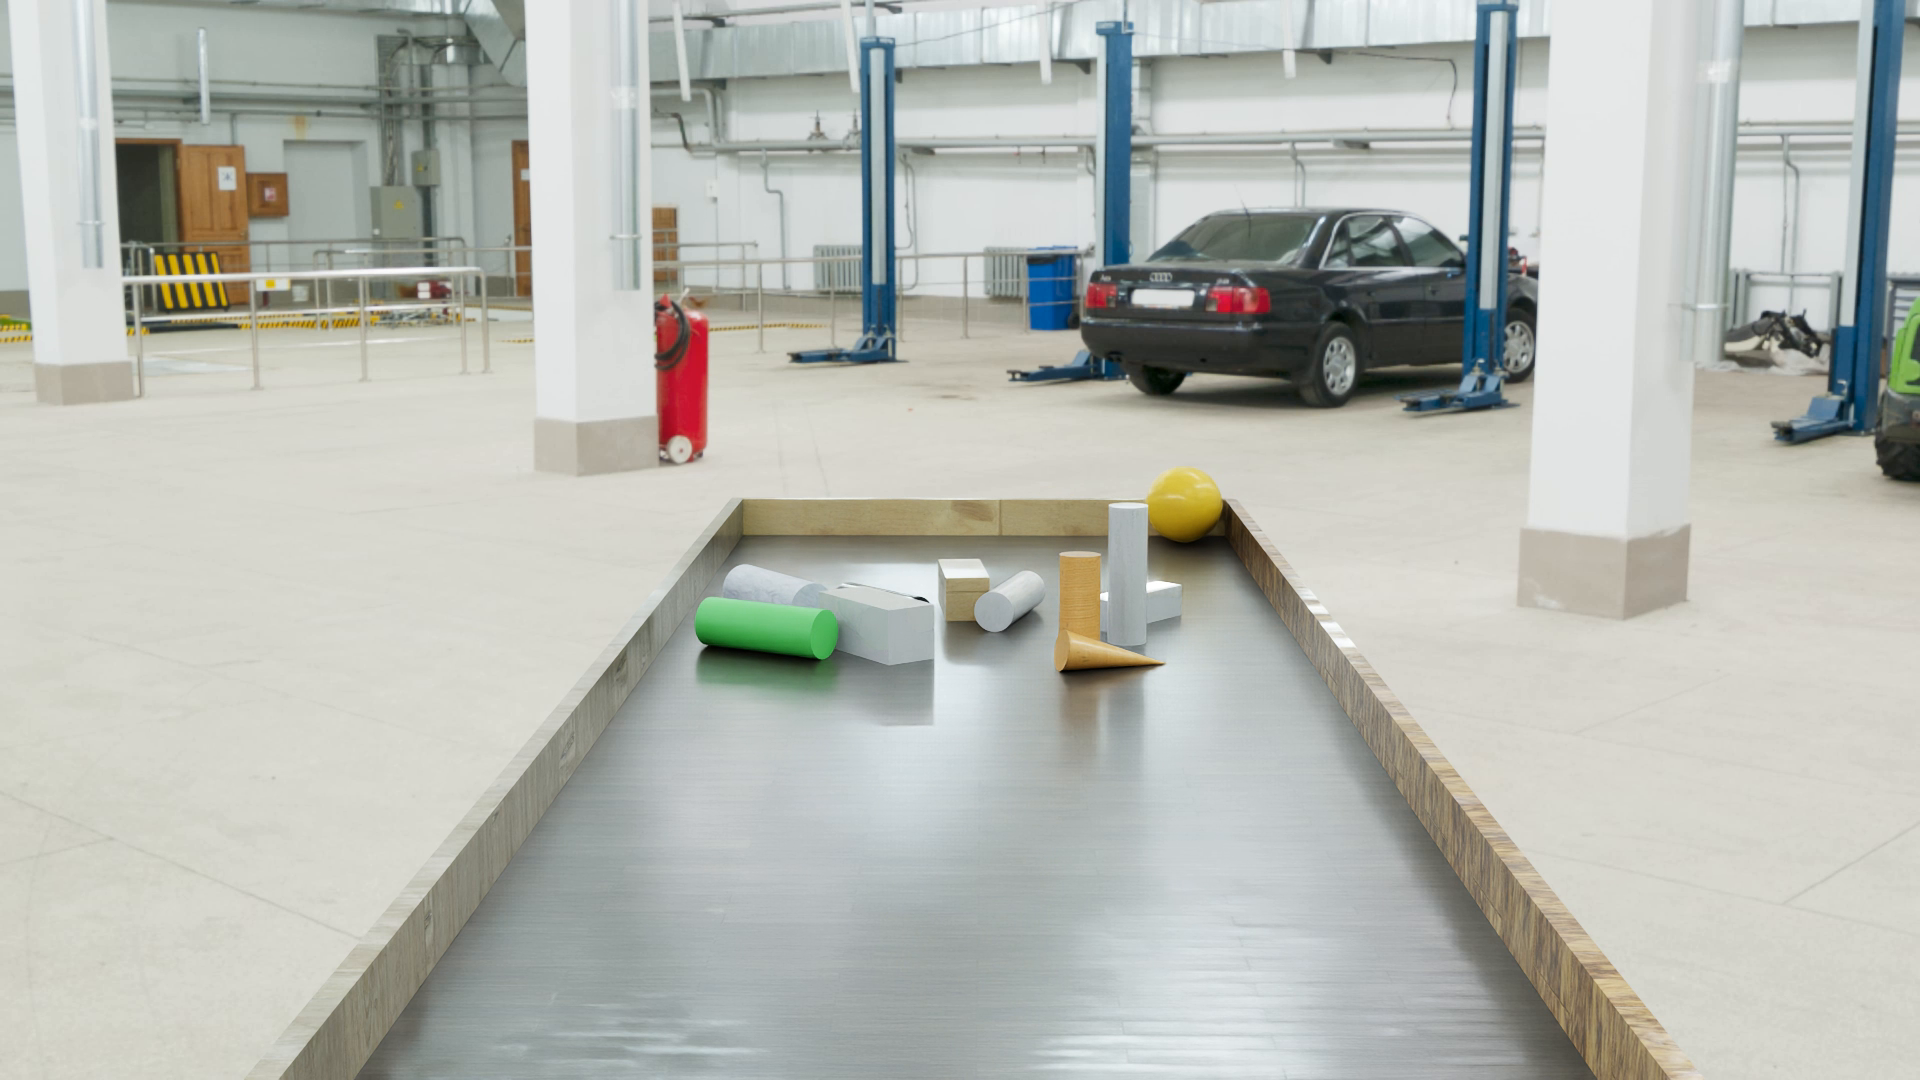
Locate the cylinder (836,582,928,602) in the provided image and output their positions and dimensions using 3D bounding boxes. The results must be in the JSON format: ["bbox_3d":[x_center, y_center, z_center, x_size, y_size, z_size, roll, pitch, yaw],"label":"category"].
[{"bbox_3d":[-0.254,0.227,7.137,0.137,0.137,0.350,-8,12,-41],"label":"cylinder"}]

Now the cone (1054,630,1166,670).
[{"bbox_3d":[0.465,0.351,6.597,0.344,0.125,0.125,8,6,-17],"label":"cone"}]

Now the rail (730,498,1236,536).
[{"bbox_3d":[0.099,-0.098,9.147,2.100,0.150,0.050,0,9,1],"label":"rail"}]

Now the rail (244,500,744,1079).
[{"bbox_3d":[-1.004,0.839,3.234,0.050,0.150,12.000,0,9,1],"label":"rail"}]

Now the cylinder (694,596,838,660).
[{"bbox_3d":[-0.601,0.271,6.809,0.432,0.153,0.153,5,10,30],"label":"cylinder"}]

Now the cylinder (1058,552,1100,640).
[{"bbox_3d":[0.363,0.205,6.665,0.126,0.326,0.126,0,8,0],"label":"cylinder"}]

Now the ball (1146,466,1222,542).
[{"bbox_3d":[0.910,-0.146,8.937,0.312,0.312,0.312,0,9,0],"label":"ball"}]

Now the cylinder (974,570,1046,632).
[{"bbox_3d":[0.169,0.201,7.317,0.132,0.132,0.421,3,9,16],"label":"cylinder"}]

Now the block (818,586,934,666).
[{"bbox_3d":[-0.261,0.262,6.818,0.169,0.169,0.390,-6,11,-35],"label":"block"}]

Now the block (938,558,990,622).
[{"bbox_3d":[0.011,0.168,7.488,0.145,0.145,0.374,-1,9,-5],"label":"block"}]

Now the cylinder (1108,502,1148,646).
[{"bbox_3d":[0.529,0.107,6.938,0.124,0.437,0.124,0,9,0],"label":"cylinder"}]

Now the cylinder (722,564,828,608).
[{"bbox_3d":[-0.604,0.192,7.272,0.165,0.165,0.444,-6,11,-35],"label":"cylinder"}]

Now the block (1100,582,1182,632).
[{"bbox_3d":[0.578,0.220,7.292,0.103,0.103,0.397,8,12,41],"label":"block"}]

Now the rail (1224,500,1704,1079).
[{"bbox_3d":[1.046,0.843,3.208,0.050,0.150,12.000,0,9,1],"label":"rail"}]
